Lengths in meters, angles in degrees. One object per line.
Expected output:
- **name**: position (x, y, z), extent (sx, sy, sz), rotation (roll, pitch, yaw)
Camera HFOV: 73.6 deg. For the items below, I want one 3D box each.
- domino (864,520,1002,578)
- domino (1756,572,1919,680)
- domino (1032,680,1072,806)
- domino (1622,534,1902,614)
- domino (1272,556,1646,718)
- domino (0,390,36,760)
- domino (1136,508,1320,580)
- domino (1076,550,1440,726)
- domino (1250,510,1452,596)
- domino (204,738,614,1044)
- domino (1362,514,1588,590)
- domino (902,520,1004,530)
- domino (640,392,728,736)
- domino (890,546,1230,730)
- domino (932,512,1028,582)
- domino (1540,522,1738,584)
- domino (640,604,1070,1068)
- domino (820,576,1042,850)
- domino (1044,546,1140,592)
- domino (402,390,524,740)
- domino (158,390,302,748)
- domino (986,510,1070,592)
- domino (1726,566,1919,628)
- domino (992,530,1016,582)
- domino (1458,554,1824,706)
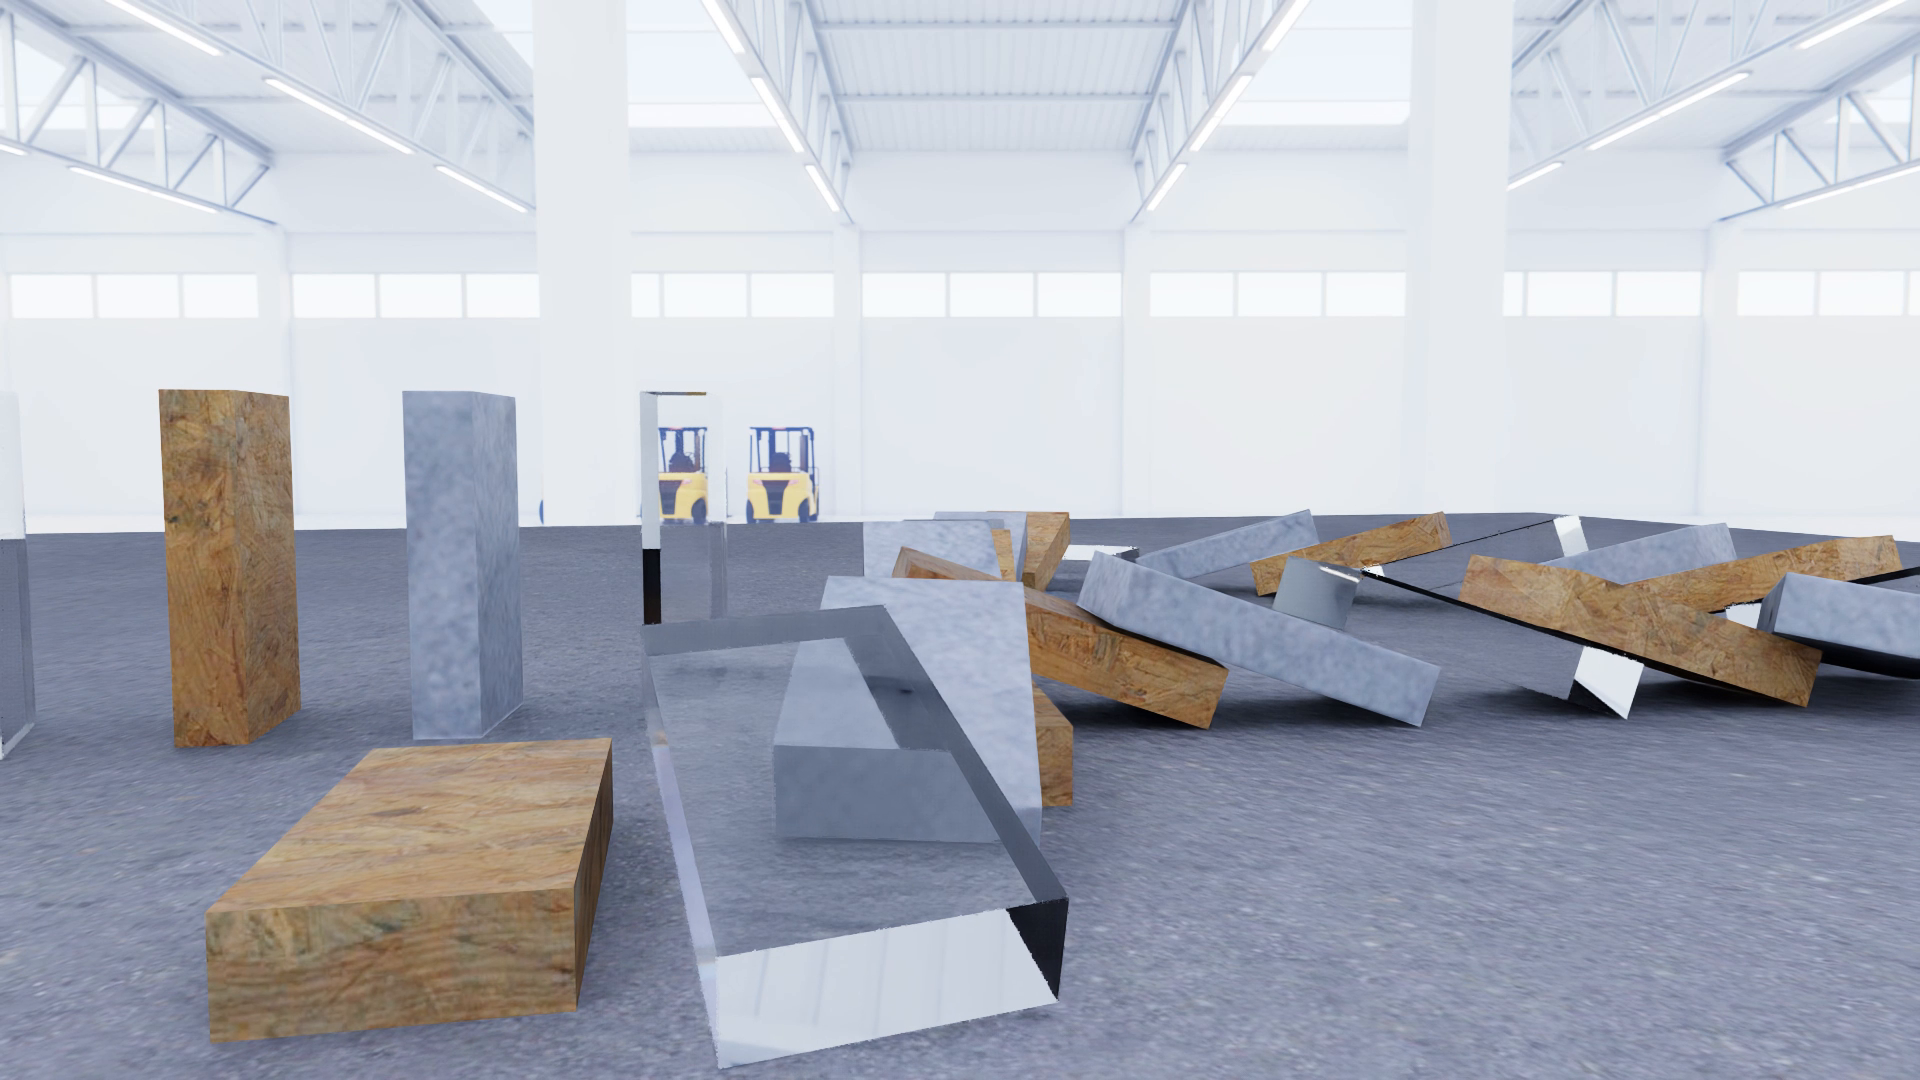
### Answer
- **domino**: position (-0.005, 0.011, 0.234), extent (0.025, 0.009, 0.050), rotation (0, 26, -5)
- **domino**: position (0.150, 0.015, 0.215), extent (0.025, 0.009, 0.050), rotation (13, -1, 29)
- **domino**: position (-0.002, 0.025, 0.174), extent (0.025, 0.009, 0.050), rotation (0, 4, -6)
- **domino**: position (0.172, 0.010, 0.281), extent (0.025, 0.009, 0.050), rotation (-3, -12, -32)
- **domino**: position (0.079, 0.015, 0.206), extent (0.050, 0.009, 0.025), rotation (17, 1, -11)
- **domino**: position (-0.139, 0.004, 0.180), extent (0.009, 0.050, 0.025), rotation (-2, 5, -27)
- **domino**: position (0.078, 0.003, 0.371), extent (0.050, 0.009, 0.025), rotation (-16, -1, 15)
- **domino**: position (0.046, 0.015, 0.202), extent (0.050, 0.009, 0.025), rotation (18, 2, -9)
- **domino**: position (0.109, 0.004, 0.357), extent (0.050, 0.010, 0.025), rotation (-17, -5, 27)
- **domino**: position (-0.046, 0.029, 0.118), extent (0.025, 0.009, 0.050), rotation (-1, 4, -12)
- **domino**: position (0.134, 0.005, 0.336), extent (0.050, 0.010, 0.025), rotation (-19, -8, 37)
- **domino**: position (-0.002, 0.008, 0.295), extent (0.025, 0.009, 0.050), rotation (0, 22, 0)
- **domino**: position (-0.042, 0.003, 0.198), extent (0.009, 0.050, 0.025), rotation (0, 4, -4)
- **domino**: position (0.014, 0.015, 0.200), extent (0.050, 0.009, 0.025), rotation (19, 4, -8)
- **domino**: position (0.003, 0.006, 0.328), extent (0.025, 0.009, 0.050), rotation (0, 22, 7)
- **domino**: position (0.156, 0.007, 0.310), extent (0.025, 0.009, 0.050), rotation (-4, -12, -43)
- **domino**: position (-0.012, 0.021, 0.111), extent (0.025, 0.009, 0.050), rotation (-4, 23, -19)
- **domino**: position (-0.005, 0.019, 0.143), extent (0.025, 0.009, 0.050), rotation (2, 23, 0)
- **domino**: position (0.036, 0.008, 0.393), extent (0.025, 0.009, 0.050), rotation (2, 5, 23)
- **domino**: position (-0.075, 0.003, 0.196), extent (0.009, 0.050, 0.025), rotation (0, 4, -5)
- **domino**: position (-0.108, 0.003, 0.191), extent (0.009, 0.050, 0.025), rotation (-1, 4, -12)
- **domino**: position (0.014, 0.004, 0.360), extent (0.025, 0.010, 0.050), rotation (1, 20, 15)
- **domino**: position (0.179, 0.012, 0.246), extent (0.025, 0.009, 0.050), rotation (-2, -12, -20)
- **domino**: position (-0.001, 0.011, 0.262), extent (0.025, 0.009, 0.050), rotation (0, 21, 0)
- **domino**: position (0.112, 0.015, 0.213), extent (0.050, 0.009, 0.025), rotation (16, 1, -16)
